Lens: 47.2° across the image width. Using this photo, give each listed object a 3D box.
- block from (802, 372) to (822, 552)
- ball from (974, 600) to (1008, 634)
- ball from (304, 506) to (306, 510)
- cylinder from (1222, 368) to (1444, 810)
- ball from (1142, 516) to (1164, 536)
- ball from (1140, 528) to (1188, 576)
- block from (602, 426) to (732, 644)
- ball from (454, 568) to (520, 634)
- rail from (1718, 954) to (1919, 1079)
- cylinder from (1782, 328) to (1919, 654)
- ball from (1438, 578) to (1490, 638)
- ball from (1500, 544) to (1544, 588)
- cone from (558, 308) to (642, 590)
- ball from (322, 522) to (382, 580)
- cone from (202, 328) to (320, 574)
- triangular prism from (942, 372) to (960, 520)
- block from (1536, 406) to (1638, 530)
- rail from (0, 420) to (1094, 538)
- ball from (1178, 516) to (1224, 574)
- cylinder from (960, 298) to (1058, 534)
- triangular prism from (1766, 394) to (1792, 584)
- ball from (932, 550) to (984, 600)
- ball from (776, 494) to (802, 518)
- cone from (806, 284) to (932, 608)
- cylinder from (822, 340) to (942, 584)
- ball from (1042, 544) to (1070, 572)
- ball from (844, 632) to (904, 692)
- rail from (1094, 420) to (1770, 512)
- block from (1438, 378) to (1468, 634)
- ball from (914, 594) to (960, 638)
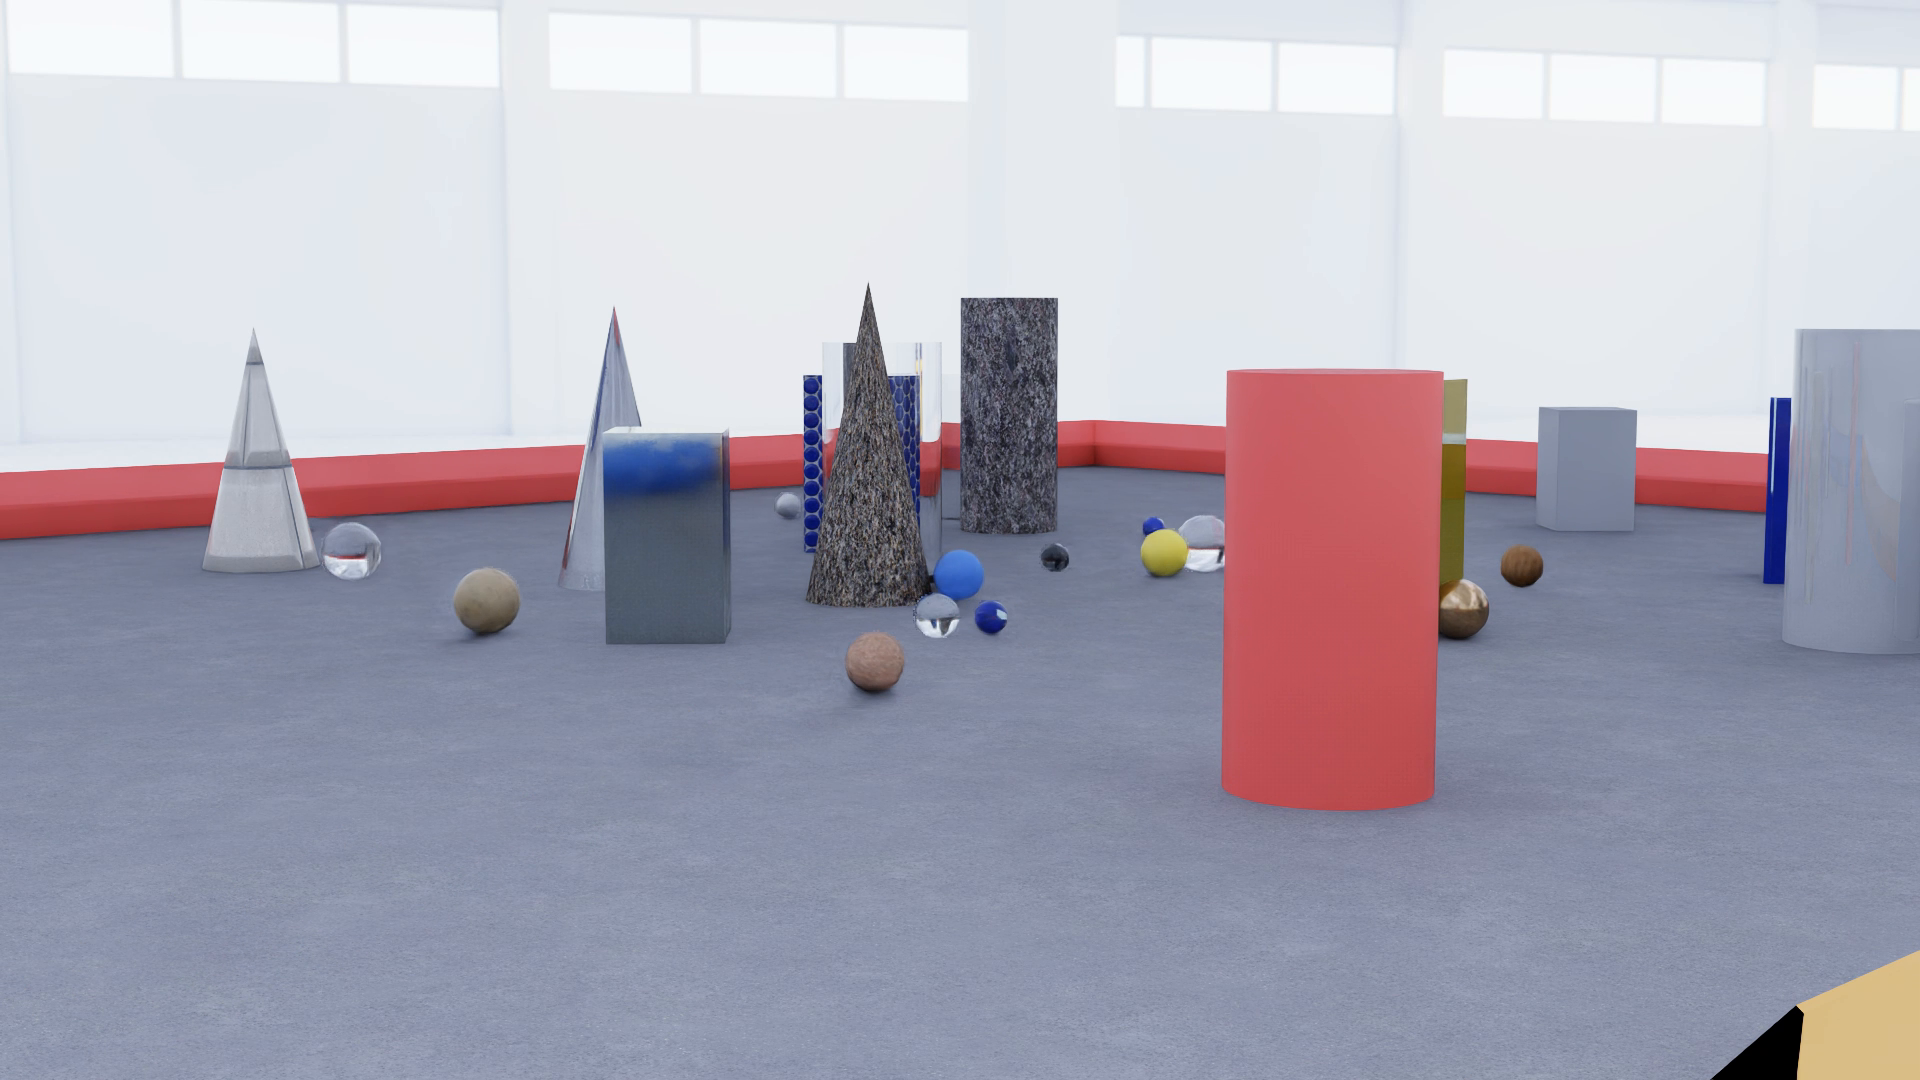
[{"bbox_3d":[-0.215,-0.148,4.122,0.158,0.327,0.158,0,6,-5],"label":"block"},{"bbox_3d":[0.043,0.107,3.034,0.046,0.046,0.046,0,6,0],"label":"ball"},{"bbox_3d":[-1.360,-0.055,4.440,0.076,0.076,0.076,0,6,0],"label":"ball"},{"bbox_3d":[0.344,0.038,2.041,0.197,0.389,0.197,0,6,0],"label":"cylinder"},{"bbox_3d":[0.377,-0.023,4.285,0.044,0.044,0.044,0,6,0],"label":"ball"},{"bbox_3d":[0.342,0.021,3.685,0.080,0.080,0.080,0,6,0],"label":"ball"},{"bbox_3d":[-0.398,-0.009,3.006,0.158,0.283,0.158,0,6,-2],"label":"block"},{"bbox_3d":[-0.653,0.084,3.035,0.090,0.090,0.090,0,6,0],"label":"ball"},{"bbox_3d":[1.326,0.183,1.903,4.704,0.128,0.045,-5,8,-42],"label":"rail"},{"bbox_3d":[1.210,-0.071,2.933,0.197,0.420,0.197,0,6,0],"label":"cylinder"},{"bbox_3d":[0.679,0.093,2.992,0.081,0.081,0.081,0,6,0],"label":"ball"},{"bbox_3d":[0.906,0.042,3.545,0.069,0.069,0.069,0,6,0],"label":"ball"},{"bbox_3d":[-0.558,-0.155,3.573,0.197,0.455,0.197,0,6,0],"label":"cone"},{"bbox_3d":[-1.005,0.019,3.632,0.096,0.096,0.096,0,6,0],"label":"ball"},{"bbox_3d":[-1.214,-0.161,3.800,0.197,0.418,0.197,0,6,0],"label":"cone"},{"bbox_3d":[0.021,-0.204,4.737,0.171,0.310,0.148,3,7,27],"label":"triangular prism"},{"bbox_3d":[1.286,-0.148,4.520,0.158,0.244,0.158,0,6,0],"label":"block"},{"bbox_3d":[-1.326,-0.116,4.761,4.704,0.128,0.045,-5,8,-42],"label":"rail"},{"bbox_3d":[0.414,0.007,3.735,0.098,0.098,0.098,0,6,0],"label":"ball"},{"bbox_3d":[0.099,-0.255,4.457,0.197,0.470,0.197,0,6,0],"label":"cylinder"},{"bbox_3d":[1.396,-0.088,3.658,0.171,0.304,0.148,-1,6,-5],"label":"triangular prism"},{"bbox_3d":[-0.003,0.054,3.382,0.077,0.077,0.077,0,6,0],"label":"ball"},{"bbox_3d":[-0.367,-0.072,4.707,0.055,0.055,0.055,0,6,0],"label":"ball"},{"bbox_3d":[-0.140,-0.153,3.378,0.197,0.491,0.197,0,6,0],"label":"cone"},{"bbox_3d":[-0.129,-0.130,3.634,0.197,0.393,0.197,0,6,0],"label":"cylinder"},{"bbox_3d":[0.163,0.030,3.752,0.048,0.048,0.048,0,6,0],"label":"ball"},{"bbox_3d":[-0.100,0.143,2.572,0.070,0.070,0.070,0,6,0],"label":"ball"},{"bbox_3d":[1.711,-0.131,4.902,0.045,0.128,3.957,-5,8,-42],"label":"rail"},{"bbox_3d":[0.593,-0.049,3.061,0.158,0.350,0.158,5,8,41],"label":"block"},{"bbox_3d":[-0.031,0.103,2.995,0.061,0.061,0.061,0,6,0],"label":"ball"}]
